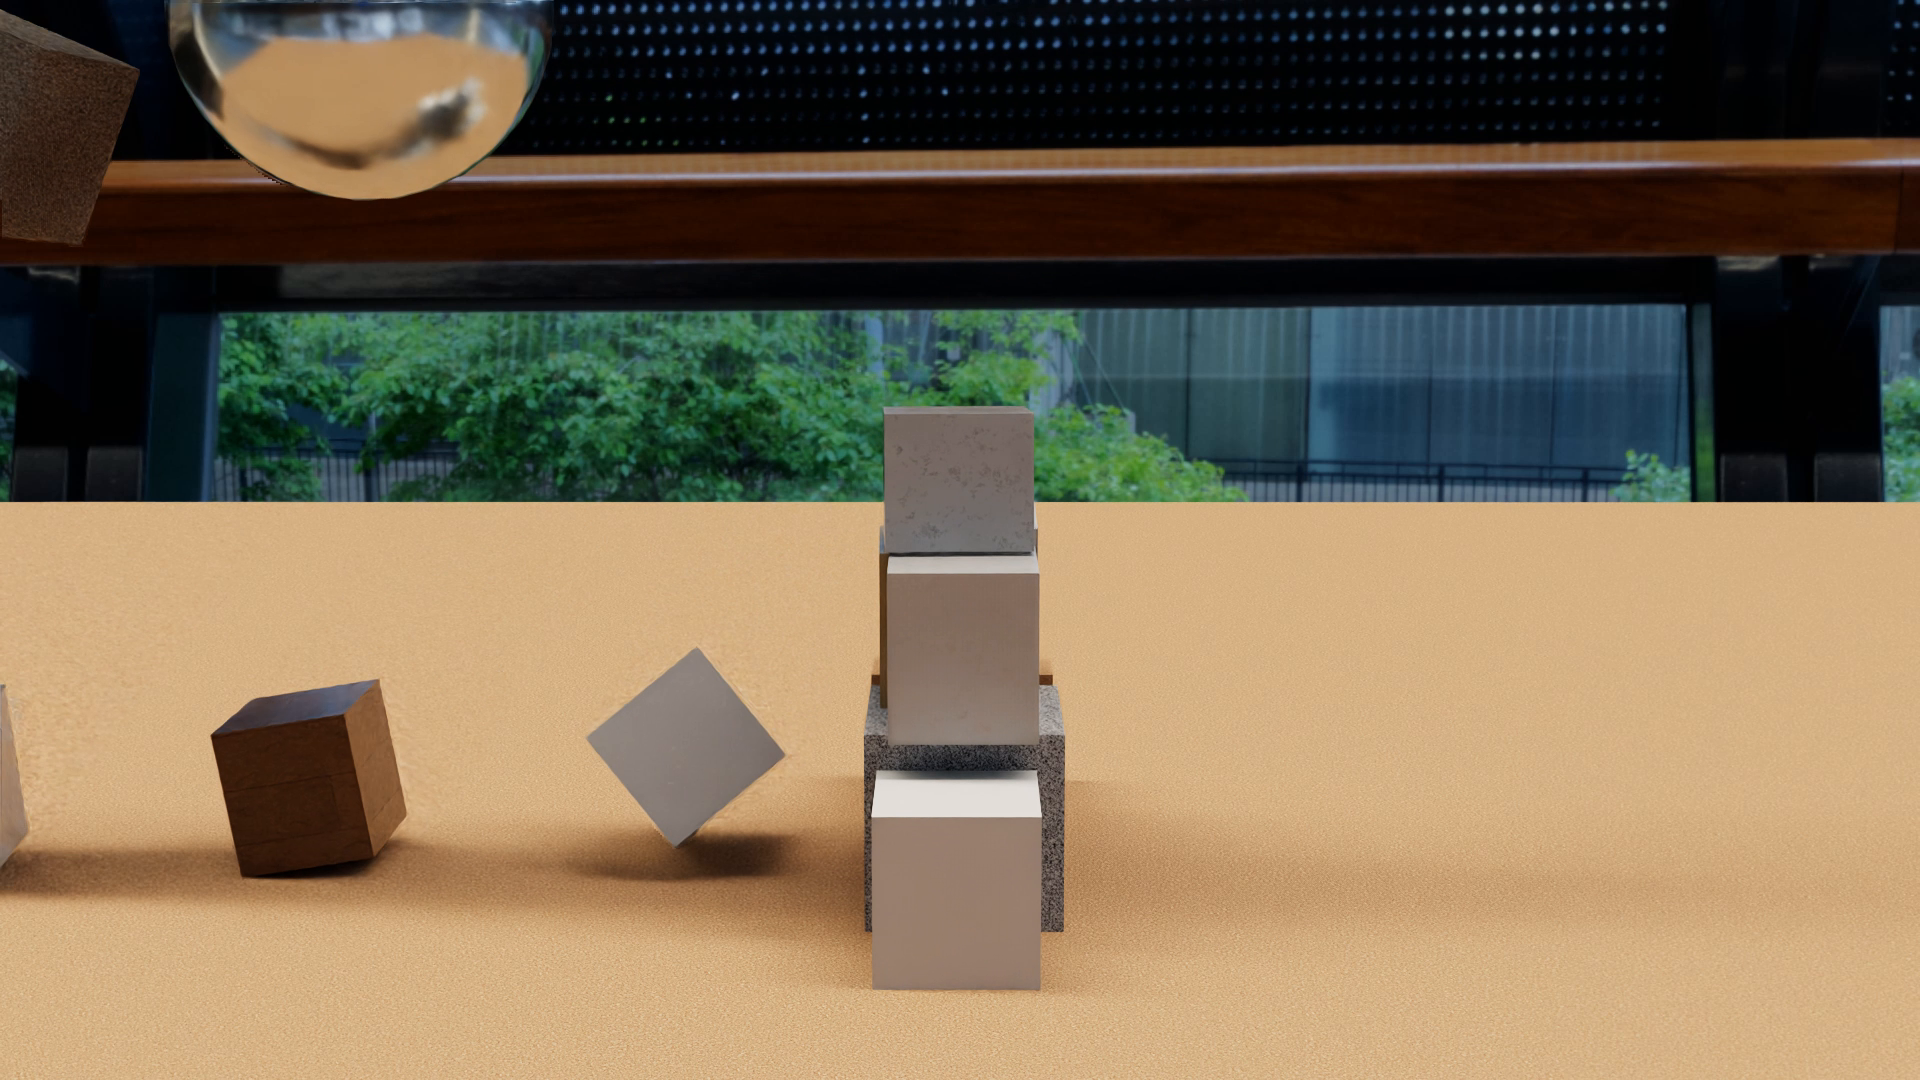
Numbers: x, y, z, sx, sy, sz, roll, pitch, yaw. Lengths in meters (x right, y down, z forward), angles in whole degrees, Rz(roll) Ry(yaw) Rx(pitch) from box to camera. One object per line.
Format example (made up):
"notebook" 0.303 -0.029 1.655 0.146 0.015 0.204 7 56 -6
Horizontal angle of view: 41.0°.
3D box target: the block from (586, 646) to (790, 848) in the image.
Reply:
"block" -1.216 0.934 11.585 0.632 0.622 0.646 -39 -2 -5

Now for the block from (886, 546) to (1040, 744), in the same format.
"block" 0.012 0.425 10.558 0.608 0.703 0.599 0 10 0

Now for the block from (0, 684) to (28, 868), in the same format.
"block" -4.624 1.092 11.330 0.738 0.711 0.601 -4 14 -4

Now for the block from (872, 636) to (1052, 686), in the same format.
"block" 0.010 0.917 12.452 0.847 0.740 0.847 0 10 0

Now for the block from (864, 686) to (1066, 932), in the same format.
"block" 0.018 1.133 10.984 0.823 0.841 0.871 0 10 0

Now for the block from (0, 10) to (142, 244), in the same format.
"block" -4.124 -1.793 10.893 0.759 0.811 0.724 24 9 12

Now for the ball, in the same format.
"ball" -2.512 -2.232 10.775 1.600 1.600 1.600 0 10 0

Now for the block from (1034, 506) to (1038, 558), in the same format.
"block" 0.003 0.256 11.891 0.695 0.762 0.687 0 11 0

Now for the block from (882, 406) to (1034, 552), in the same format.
"block" -0.015 -0.265 10.831 0.613 0.568 0.624 0 6 -2

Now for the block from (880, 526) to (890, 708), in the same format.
"block" -0.031 0.325 11.195 0.638 0.672 0.674 0 10 -2

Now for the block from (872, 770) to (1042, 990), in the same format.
"block" -0.013 1.344 10.229 0.653 0.695 0.668 0 10 0

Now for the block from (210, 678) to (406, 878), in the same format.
"block" -2.931 1.068 11.601 0.597 0.660 0.667 -9 10 2
